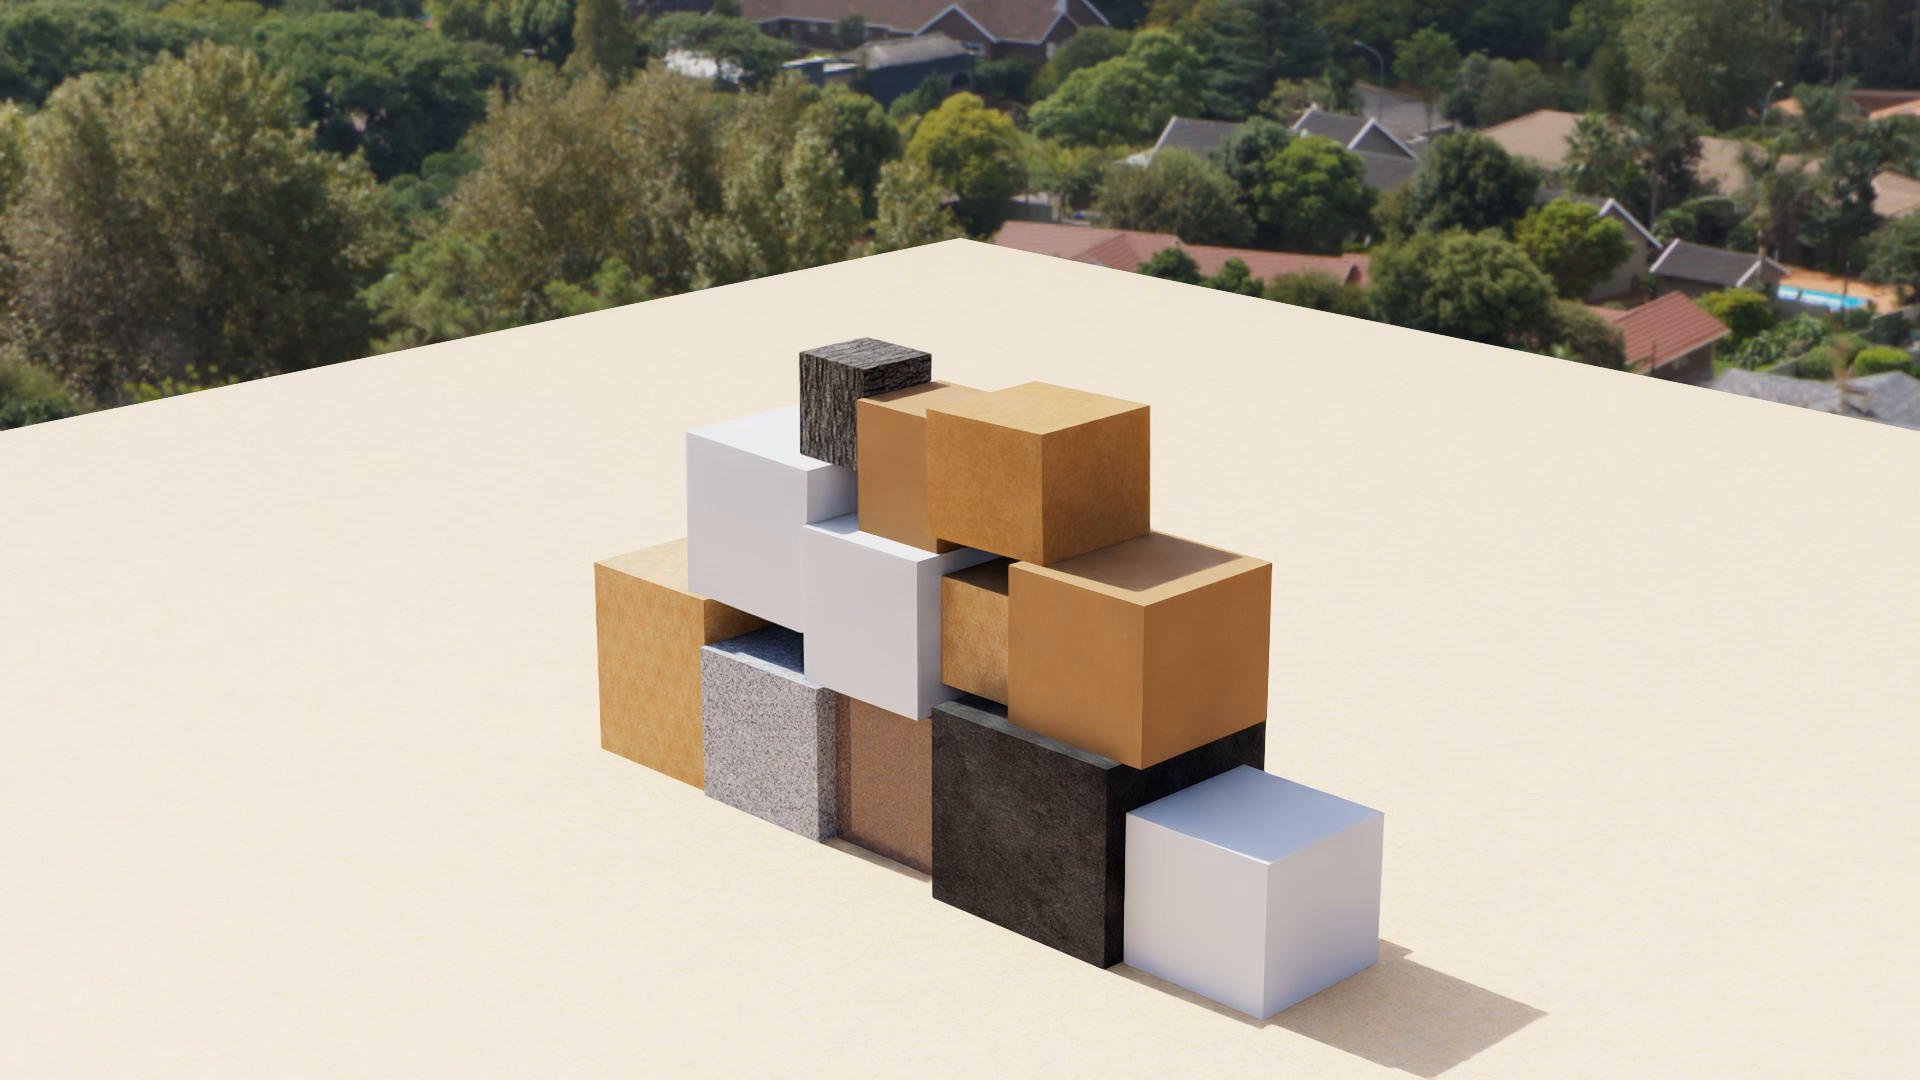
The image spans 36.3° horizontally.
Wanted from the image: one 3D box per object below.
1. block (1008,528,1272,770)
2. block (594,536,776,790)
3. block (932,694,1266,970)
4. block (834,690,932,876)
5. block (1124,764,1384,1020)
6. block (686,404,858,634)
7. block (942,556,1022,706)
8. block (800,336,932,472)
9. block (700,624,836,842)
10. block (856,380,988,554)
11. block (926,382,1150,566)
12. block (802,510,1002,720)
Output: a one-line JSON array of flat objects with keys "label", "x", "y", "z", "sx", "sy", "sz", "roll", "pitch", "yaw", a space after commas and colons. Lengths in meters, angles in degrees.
[{"label": "block", "x": 0.774, "y": 0.446, "z": 12.665, "sx": 0.827, "sy": 0.720, "sz": 0.775, "roll": -17, "pitch": 24, "yaw": -42}, {"label": "block", "x": -1.232, "y": 0.586, "z": 14.817, "sx": 0.852, "sy": 0.997, "sz": 0.845, "roll": -17, "pitch": 24, "yaw": -42}, {"label": "block", "x": 0.614, "y": 1.175, "z": 13.076, "sx": 1.045, "sy": 0.917, "sz": 1.046, "roll": -17, "pitch": 24, "yaw": -42}, {"label": "block", "x": -0.041, "y": 1.046, "z": 13.733, "sx": 0.734, "sy": 0.770, "sz": 0.801, "roll": -17, "pitch": 24, "yaw": -42}, {"label": "block", "x": 1.246, "y": 1.481, "z": 12.475, "sx": 0.774, "sy": 0.694, "sz": 0.768, "roll": -17, "pitch": 24, "yaw": -42}, {"label": "block", "x": -0.731, "y": -0.121, "z": 14.091, "sx": 0.792, "sy": 0.801, "sz": 0.858, "roll": -17, "pitch": 25, "yaw": -42}, {"label": "block", "x": 0.306, "y": 0.402, "z": 13.158, "sx": 0.551, "sy": 0.509, "sz": 0.550, "roll": -17, "pitch": 24, "yaw": -42}, {"label": "block", "x": -0.438, "y": -0.630, "z": 13.582, "sx": 0.427, "sy": 0.491, "sz": 0.436, "roll": -17, "pitch": 25, "yaw": -42}, {"label": "block", "x": -0.626, "y": 0.872, "z": 14.287, "sx": 0.943, "sy": 0.770, "sz": 0.828, "roll": -17, "pitch": 24, "yaw": -42}, {"label": "block", "x": -0.099, "y": -0.340, "z": 13.324, "sx": 0.524, "sy": 0.616, "sz": 0.511, "roll": -17, "pitch": 24, "yaw": -42}, {"label": "block", "x": 0.347, "y": -0.305, "z": 12.904, "sx": 0.693, "sy": 0.579, "sz": 0.694, "roll": -17, "pitch": 23, "yaw": -42}, {"label": "block", "x": -0.164, "y": 0.287, "z": 13.611, "sx": 0.832, "sy": 0.751, "sz": 0.757, "roll": -17, "pitch": 24, "yaw": -42}]
